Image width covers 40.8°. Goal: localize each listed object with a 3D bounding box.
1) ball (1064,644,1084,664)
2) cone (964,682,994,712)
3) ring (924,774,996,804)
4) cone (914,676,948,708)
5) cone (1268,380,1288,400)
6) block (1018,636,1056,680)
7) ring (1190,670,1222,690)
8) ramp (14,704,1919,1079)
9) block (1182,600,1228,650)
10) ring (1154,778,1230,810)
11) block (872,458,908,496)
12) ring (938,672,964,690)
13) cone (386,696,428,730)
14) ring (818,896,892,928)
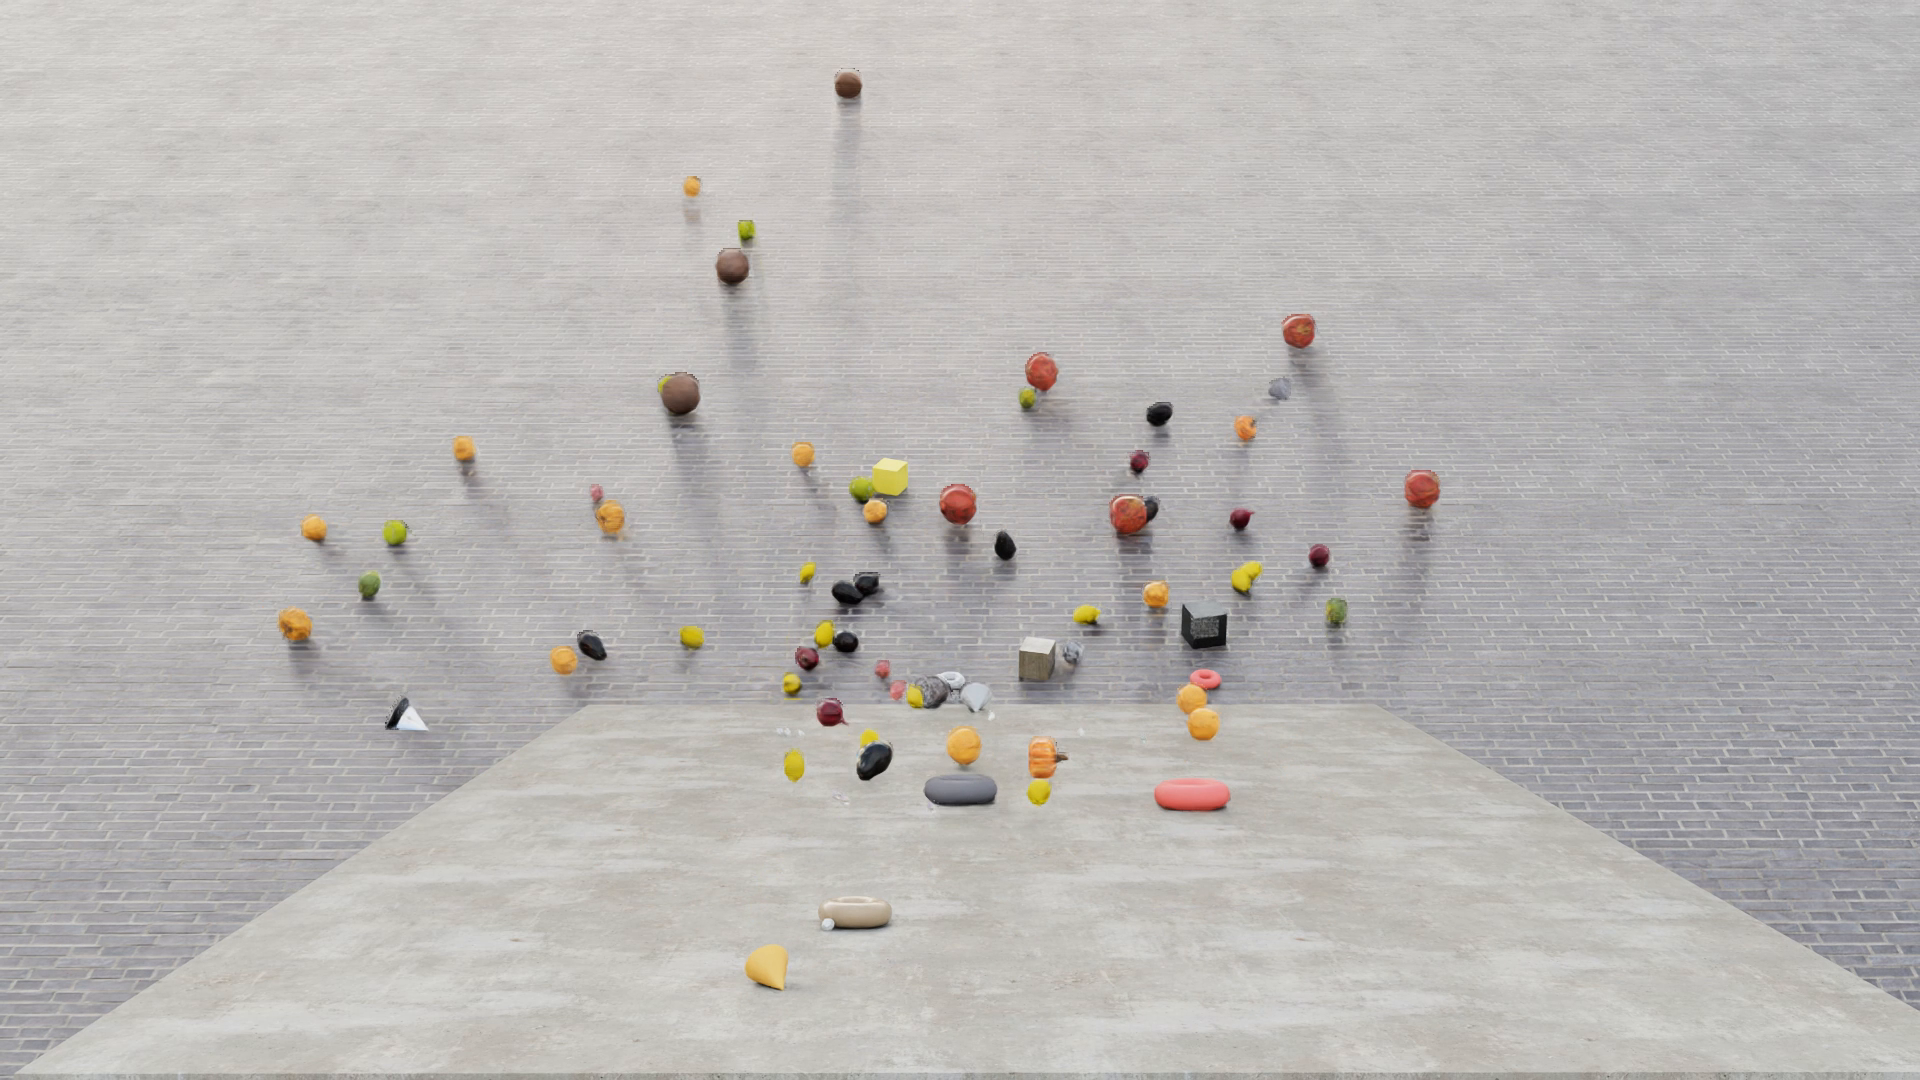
[{"bbox_3d":[0.305,0.305,6.948,0.054,0.054,0.054,0,25,0],"label":"ball"},{"bbox_3d":[0.040,0.406,6.390,0.075,0.075,0.075,6,51,13],"label":"cone"},{"bbox_3d":[0.000,0.450,4.647,0.133,0.044,0.133,-1,3,0],"label":"ring"},{"bbox_3d":[-0.082,0.400,6.479,0.089,0.089,0.089,5,29,11],"label":"cone"},{"bbox_3d":[1.080,-0.487,8.616,0.071,0.071,0.071,-10,44,-20],"label":"cone"},{"bbox_3d":[0.206,0.317,6.892,0.081,0.081,0.081,7,26,14],"label":"block"},{"bbox_3d":[0.652,0.370,6.842,0.083,0.028,0.083,1,25,0],"label":"ring"},{"bbox_3d":[0.058,0.524,4.562,2.000,0.100,4.000,0,2,0],"label":"ramp"},{"bbox_3d":[0.668,0.230,7.057,0.094,0.094,0.094,-7,26,-15],"label":"block"},{"bbox_3d":[0.412,0.451,4.574,0.135,0.045,0.135,0,3,0],"label":"ring"},{"bbox_3d":[-0.215,-0.195,7.969,0.081,0.081,0.081,10,27,20],"label":"block"},{"bbox_3d":[-0.025,0.374,6.837,0.077,0.026,0.077,-1,25,1],"label":"ring"},{"bbox_3d":[-1.406,0.466,6.622,0.095,0.095,0.095,29,28,-1],"label":"cone"},{"bbox_3d":[-0.138,0.490,3.396,0.098,0.033,0.098,1,0,0],"label":"ring"}]
